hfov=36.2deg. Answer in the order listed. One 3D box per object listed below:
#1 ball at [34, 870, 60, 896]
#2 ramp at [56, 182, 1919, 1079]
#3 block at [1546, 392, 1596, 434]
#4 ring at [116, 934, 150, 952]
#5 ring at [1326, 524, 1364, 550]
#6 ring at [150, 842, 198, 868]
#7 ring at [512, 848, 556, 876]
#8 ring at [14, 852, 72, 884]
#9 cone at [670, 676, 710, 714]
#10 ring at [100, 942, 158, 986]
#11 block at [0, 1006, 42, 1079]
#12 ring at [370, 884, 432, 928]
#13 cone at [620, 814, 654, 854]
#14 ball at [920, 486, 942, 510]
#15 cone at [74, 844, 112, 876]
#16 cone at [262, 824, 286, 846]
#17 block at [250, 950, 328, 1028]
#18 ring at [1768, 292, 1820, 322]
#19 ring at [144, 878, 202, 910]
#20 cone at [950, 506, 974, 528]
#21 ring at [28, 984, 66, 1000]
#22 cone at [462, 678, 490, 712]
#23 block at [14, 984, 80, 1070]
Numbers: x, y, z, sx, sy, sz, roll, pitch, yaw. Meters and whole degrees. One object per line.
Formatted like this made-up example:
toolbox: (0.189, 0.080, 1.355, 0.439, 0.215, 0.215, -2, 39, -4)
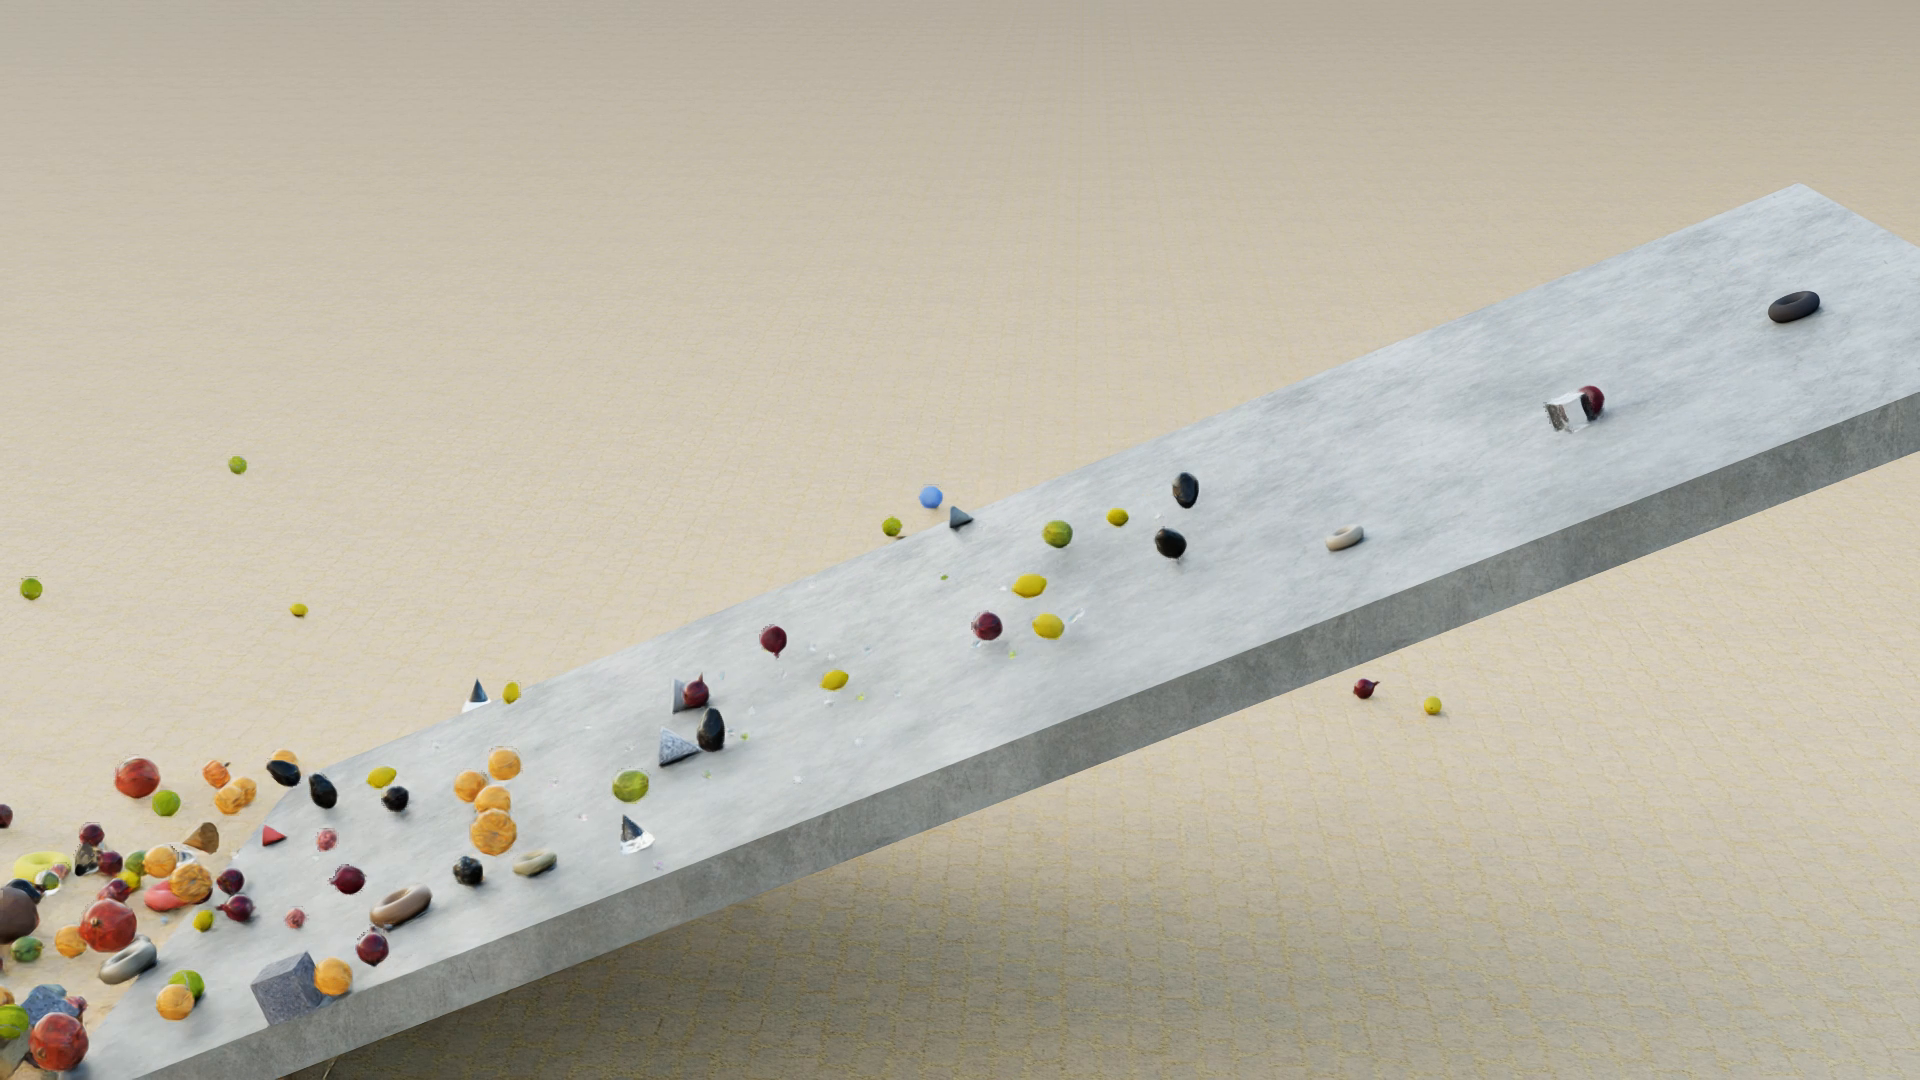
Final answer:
ball: (-2.147, 0.807, 6.918, 0.060, 0.060, 0.060, 0, 14, 0)
ramp: (0.127, 0.172, 6.288, 4.000, 0.100, 2.000, -22, 12, 8)
block: (1.195, -0.249, 5.748, 0.061, 0.061, 0.061, -27, 13, -18)
ring: (-1.869, 0.912, 6.649, 0.076, 0.025, 0.076, 1, 13, 0)
ring: (0.737, -0.006, 5.633, 0.079, 0.026, 0.079, -24, 12, 5)
ring: (-1.920, 0.770, 7.183, 0.114, 0.038, 0.114, 0, 13, 0)
ring: (-0.837, 0.633, 5.777, 0.089, 0.030, 0.089, -16, 13, 4)
ring: (-2.211, 0.790, 7.090, 0.137, 0.046, 0.137, 1, 15, 0)
cone: (-0.596, 0.345, 6.541, 0.089, 0.089, 0.089, 2, 14, -11)
ring: (-1.787, 0.909, 6.319, 0.132, 0.044, 0.132, -26, 13, 6)
block: (-1.934, 1.025, 5.926, 0.099, 0.099, 0.099, 36, 36, -5)
ring: (-1.113, 0.727, 5.854, 0.131, 0.044, 0.131, -24, 12, 5)
cone: (-0.633, 0.555, 5.643, 0.072, 0.072, 0.072, -22, 12, 5)
ball: (-0.106, -0.155, 10.721, 0.085, 0.085, 0.085, 0, 14, 0)
cone: (-2.089, 0.784, 7.128, 0.081, 0.081, 0.081, 23, -4, -40)
cone: (-1.613, 0.698, 6.935, 0.052, 0.052, 0.052, 10, 13, -8)
block: (-1.258, 0.842, 5.519, 0.091, 0.091, 0.091, -21, 13, 12)
ring: (1.666, -0.466, 5.874, 0.104, 0.035, 0.104, -22, 14, 6)
ring: (-1.847, 0.830, 6.906, 0.135, 0.045, 0.135, -9, 11, 2)
cone: (0.008, -0.053, 7.162, 0.059, 0.059, 0.059, 5, 15, 5)
ring: (-1.975, 0.984, 6.362, 0.079, 0.026, 0.079, 0, 16, 0)
cone: (-1.374, 0.437, 8.374, 0.095, 0.095, 0.095, 0, 14, 0)
block: (-1.889, 0.999, 6.035, 0.100, 0.100, 0.100, 34, 30, -4)
